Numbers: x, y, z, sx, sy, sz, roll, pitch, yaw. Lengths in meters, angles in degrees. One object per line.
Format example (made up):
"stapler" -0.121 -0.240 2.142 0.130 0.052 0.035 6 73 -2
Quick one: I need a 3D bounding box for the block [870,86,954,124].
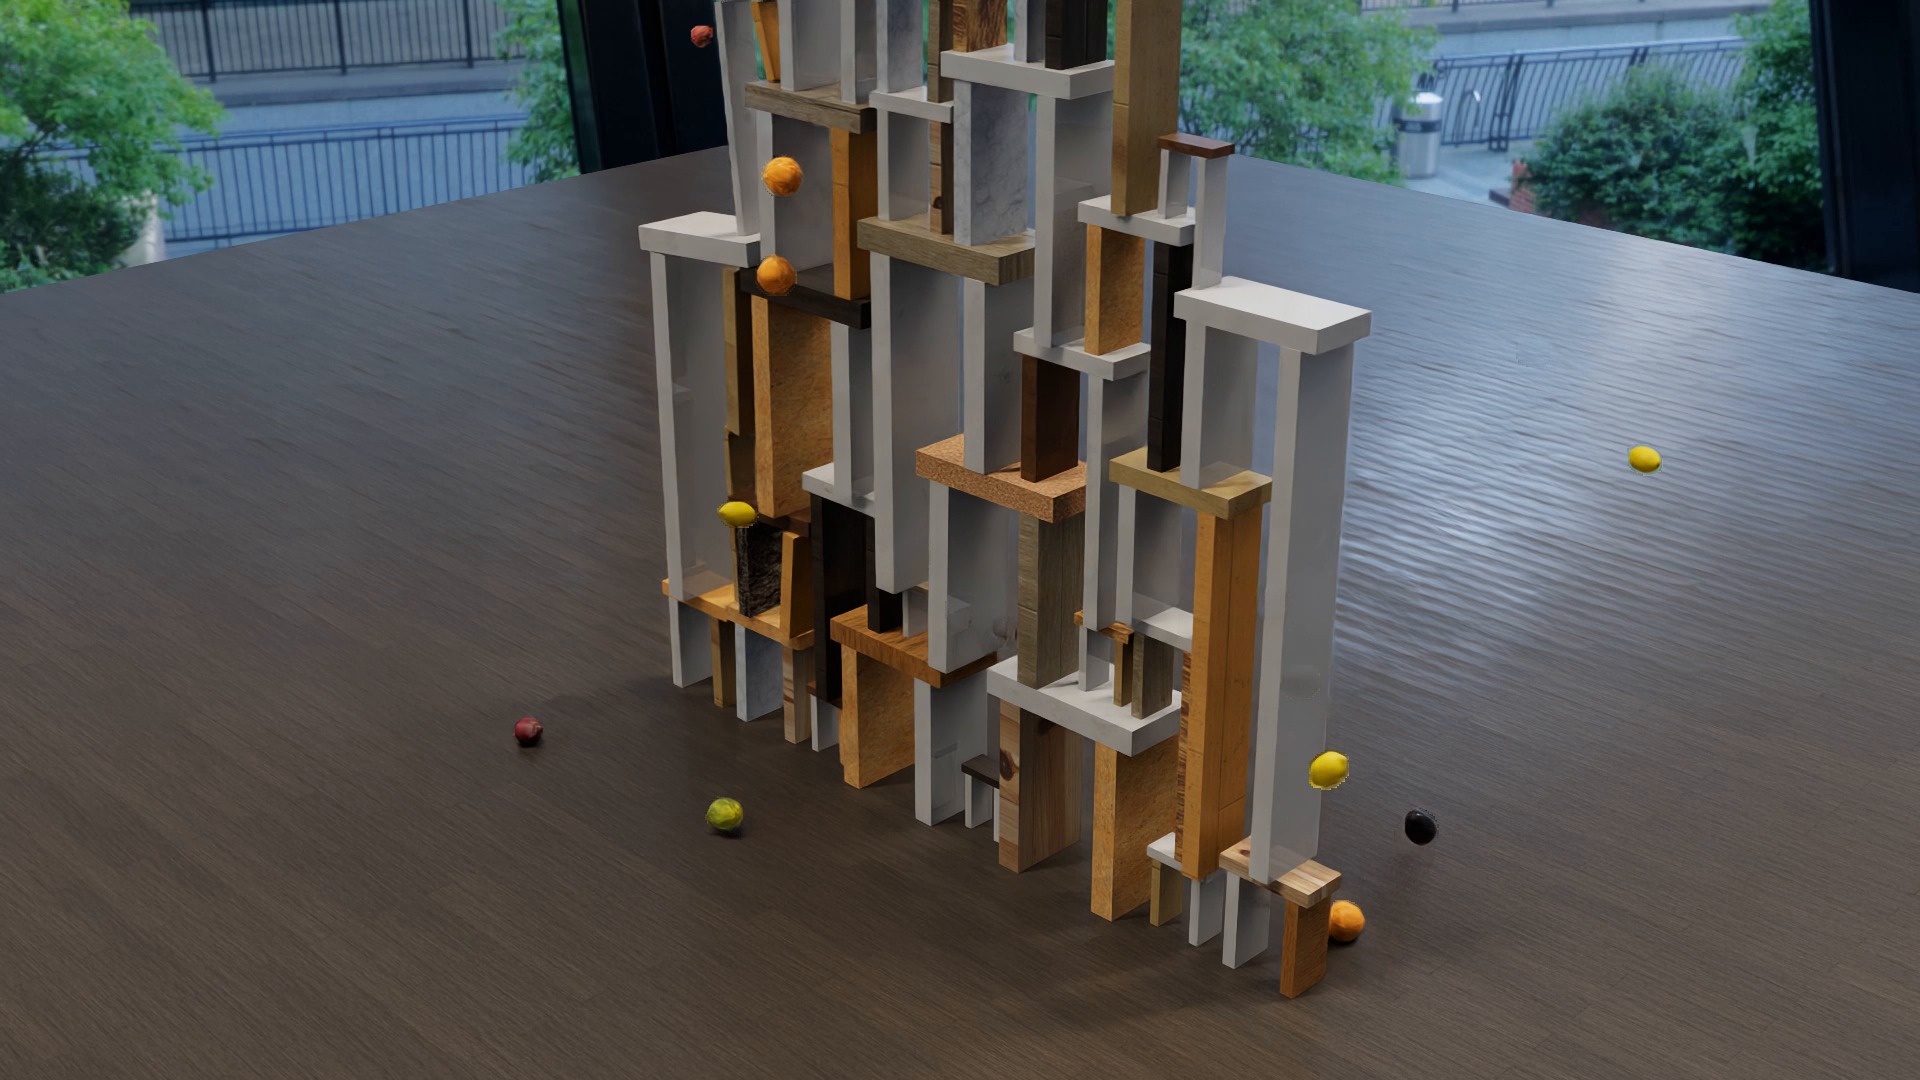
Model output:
"block" -0.055 -0.784 3.944 0.203 0.029 0.102 20 30 39

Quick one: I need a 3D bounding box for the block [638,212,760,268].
"block" -0.480 -0.615 4.485 0.345 0.049 0.172 15 27 43

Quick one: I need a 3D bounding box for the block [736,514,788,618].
"block" -0.421 0.036 4.695 0.033 0.236 0.118 19 30 38

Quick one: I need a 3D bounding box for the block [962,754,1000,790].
"block" 0.066 0.460 4.348 0.120 0.017 0.060 21 31 41

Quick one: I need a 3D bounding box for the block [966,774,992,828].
"block" 0.038 0.512 4.401 0.017 0.120 0.060 21 31 41

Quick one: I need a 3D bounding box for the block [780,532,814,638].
"block" -0.317 0.080 4.592 0.118 0.236 0.033 -20 36 -39

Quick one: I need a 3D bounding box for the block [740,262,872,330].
"block" -0.248 -0.492 4.296 0.353 0.050 0.176 22 31 40

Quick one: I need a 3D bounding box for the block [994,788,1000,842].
"block" 0.094 0.534 4.349 0.017 0.120 0.060 21 31 41

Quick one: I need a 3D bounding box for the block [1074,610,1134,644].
"block" 0.277 0.152 3.993 0.131 0.018 0.065 21 31 41

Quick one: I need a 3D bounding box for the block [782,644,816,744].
"block" -0.326 0.311 4.731 0.033 0.231 0.116 21 30 39

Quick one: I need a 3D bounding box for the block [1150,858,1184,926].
"block" 0.385 0.640 4.074 0.020 0.139 0.070 21 31 41

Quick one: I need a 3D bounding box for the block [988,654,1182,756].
"block" 0.242 0.290 4.091 0.360 0.051 0.180 21 31 41

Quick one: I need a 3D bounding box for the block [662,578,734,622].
"block" -0.548 0.120 4.879 0.219 0.031 0.109 21 30 40

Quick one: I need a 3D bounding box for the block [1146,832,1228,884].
"block" 0.417 0.579 4.013 0.140 0.020 0.070 21 31 41

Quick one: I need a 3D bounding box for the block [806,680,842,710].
"block" -0.257 0.324 4.638 0.066 0.019 0.131 -21 31 -40

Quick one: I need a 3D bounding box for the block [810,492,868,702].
"block" -0.245 0.104 4.540 0.124 0.461 0.035 -21 30 -40

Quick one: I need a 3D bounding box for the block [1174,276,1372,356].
"block" 0.499 -0.363 3.529 0.285 0.040 0.143 21 31 40

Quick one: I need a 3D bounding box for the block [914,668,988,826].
"block" -0.017 0.399 4.412 0.159 0.319 0.045 -21 31 -40

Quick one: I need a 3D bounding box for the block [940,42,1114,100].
"block" 0.123 -0.801 3.741 0.292 0.041 0.146 20 30 39

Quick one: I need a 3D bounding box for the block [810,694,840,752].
"block" -0.286 0.380 4.696 0.066 0.131 0.019 -21 31 -41

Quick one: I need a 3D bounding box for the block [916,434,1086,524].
"block" 0.101 -0.122 4.056 0.343 0.049 0.171 21 31 40

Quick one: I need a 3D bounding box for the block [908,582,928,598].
"block" -0.064 0.090 4.321 0.108 0.015 0.054 21 30 40

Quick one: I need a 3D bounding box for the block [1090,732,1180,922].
"block" 0.327 0.512 4.093 0.051 0.360 0.180 21 31 41

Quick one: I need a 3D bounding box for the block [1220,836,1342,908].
"block" 0.562 0.580 3.863 0.097 0.027 0.194 -21 31 -41

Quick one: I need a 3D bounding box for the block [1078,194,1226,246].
"block" 0.318 -0.536 3.660 0.113 0.032 0.226 -20 30 -40

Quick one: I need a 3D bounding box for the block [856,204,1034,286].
"block" 0.002 -0.539 3.990 0.360 0.051 0.180 21 31 40

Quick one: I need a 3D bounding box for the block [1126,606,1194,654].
"block" 0.387 0.156 3.874 0.085 0.024 0.170 -21 31 -40

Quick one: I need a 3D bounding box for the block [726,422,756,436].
"block" -0.418 -0.238 4.590 0.131 0.019 0.066 18 28 36

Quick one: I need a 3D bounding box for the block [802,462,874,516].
"block" -0.187 -0.102 4.391 0.247 0.035 0.124 21 31 41

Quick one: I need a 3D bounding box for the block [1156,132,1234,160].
"block" 0.379 -0.635 3.539 0.114 0.016 0.057 22 31 40

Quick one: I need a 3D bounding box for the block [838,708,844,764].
"block" -0.224 0.405 4.639 0.019 0.131 0.066 21 31 40

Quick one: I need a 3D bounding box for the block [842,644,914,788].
"block" -0.168 0.340 4.552 0.159 0.319 0.045 -21 31 -40

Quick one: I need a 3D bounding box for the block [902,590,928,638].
"block" -0.089 0.136 4.370 0.015 0.108 0.054 21 31 40

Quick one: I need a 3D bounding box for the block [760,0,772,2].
"block" -0.398 -1.063 4.204 0.149 0.021 0.075 30 36 35

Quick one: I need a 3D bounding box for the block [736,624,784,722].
"block" -0.436 0.273 4.821 0.033 0.231 0.116 23 32 39

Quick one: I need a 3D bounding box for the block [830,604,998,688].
"block" -0.094 0.202 4.410 0.159 0.045 0.319 -21 31 -41

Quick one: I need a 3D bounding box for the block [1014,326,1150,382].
"block" 0.219 -0.334 3.847 0.118 0.033 0.236 -21 31 -40

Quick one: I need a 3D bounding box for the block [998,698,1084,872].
"block" 0.157 0.446 4.249 0.051 0.360 0.180 21 31 41

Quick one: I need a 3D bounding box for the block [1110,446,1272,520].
"block" 0.395 -0.103 3.746 0.258 0.037 0.129 21 31 40

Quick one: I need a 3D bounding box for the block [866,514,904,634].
"block" -0.129 0.052 4.391 0.035 0.247 0.124 21 31 41

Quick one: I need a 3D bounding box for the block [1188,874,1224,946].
"block" 0.450 0.666 4.014 0.020 0.140 0.070 21 31 41

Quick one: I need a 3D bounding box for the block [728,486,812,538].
"block" -0.359 -0.065 4.589 0.236 0.033 0.118 18 29 37

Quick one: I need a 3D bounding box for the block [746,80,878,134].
"block" -0.238 -0.824 4.137 0.320 0.045 0.160 22 31 40

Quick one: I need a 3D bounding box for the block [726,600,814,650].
"block" -0.383 0.170 4.725 0.231 0.033 0.116 20 30 39
